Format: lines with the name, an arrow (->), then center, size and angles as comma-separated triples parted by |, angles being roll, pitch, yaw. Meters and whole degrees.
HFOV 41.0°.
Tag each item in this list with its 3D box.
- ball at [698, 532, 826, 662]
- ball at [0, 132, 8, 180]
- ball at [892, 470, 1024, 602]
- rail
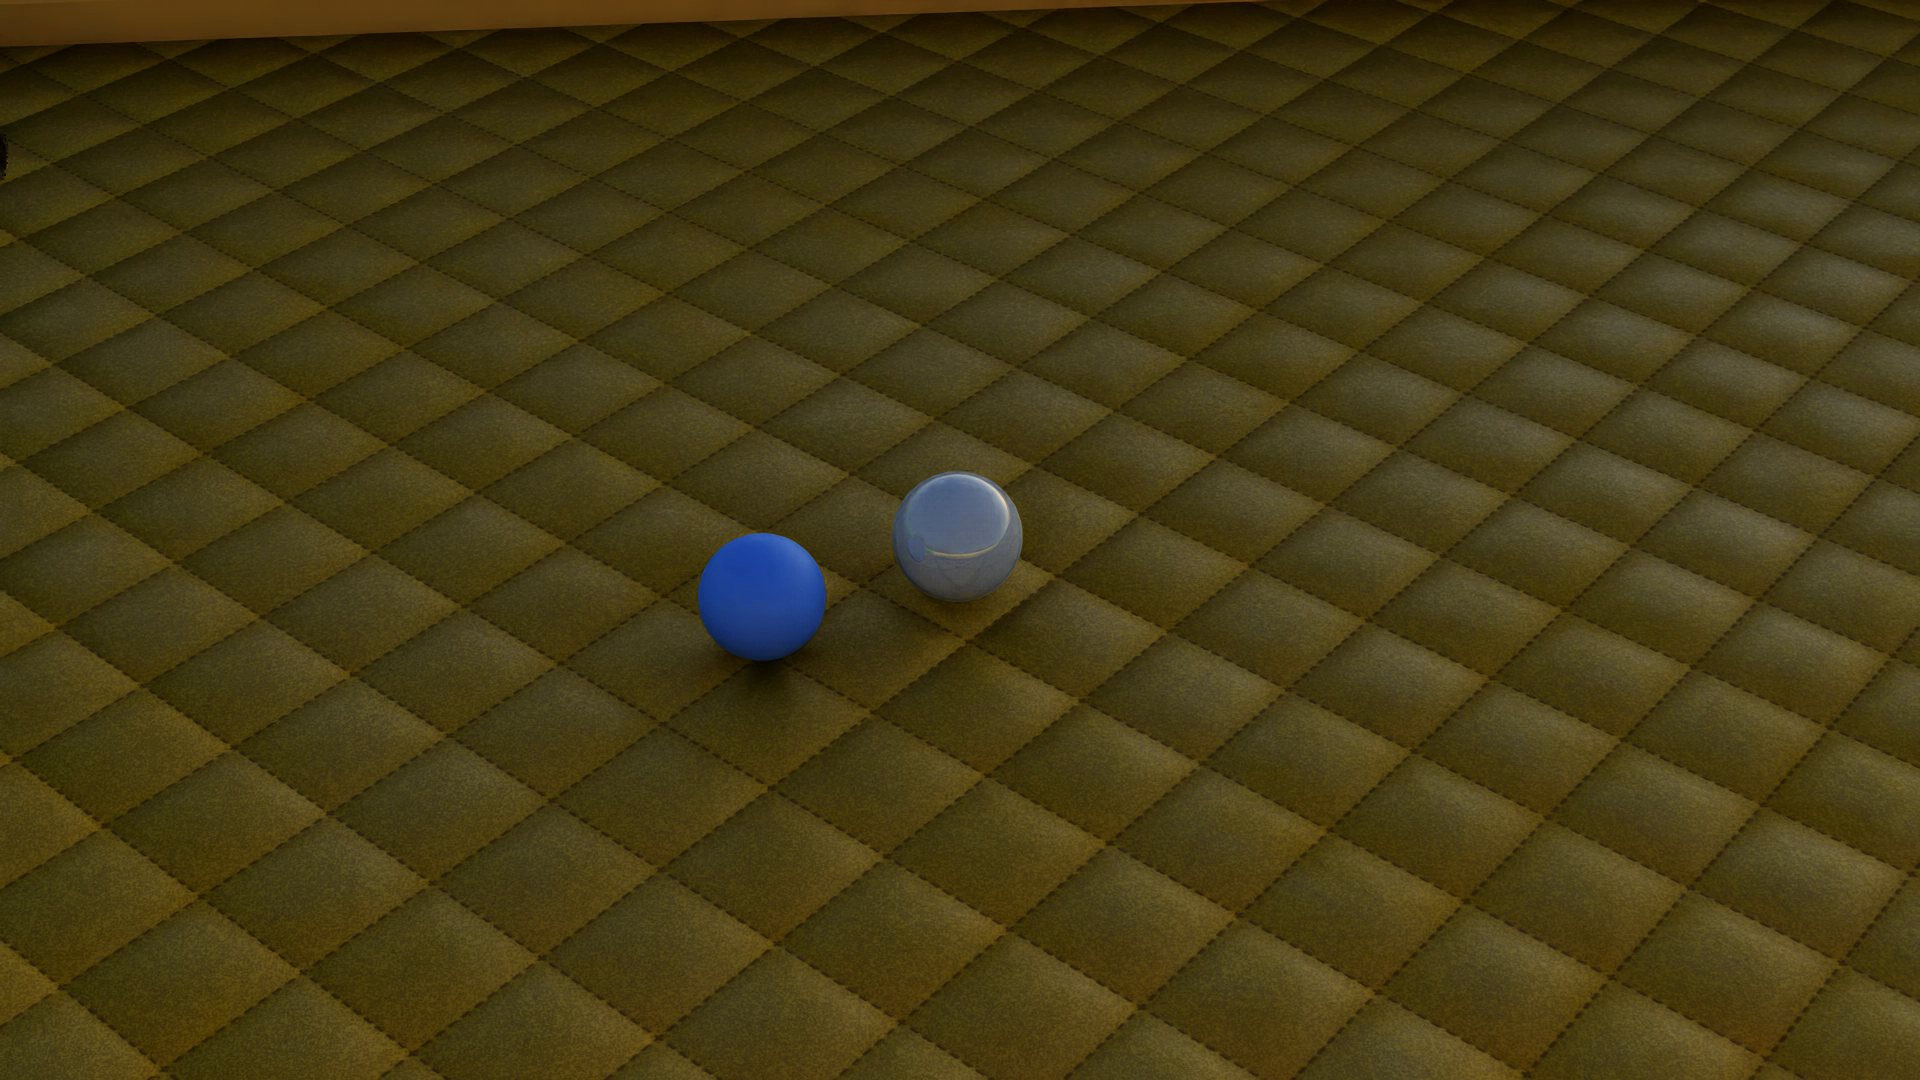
ball -> -0.120, 0.035, 1.555 | 0.078, 0.078, 0.078 | 0, 36, 0
ball -> -0.791, -0.304, 2.020 | 0.077, 0.077, 0.077 | 0, 36, 0
ball -> -0.002, -0.002, 1.602 | 0.082, 0.082, 0.082 | 0, 36, 0
rail -> 0.780, -0.556, 2.323 | 3.418, 0.124, 0.045 | -3, 36, -4
